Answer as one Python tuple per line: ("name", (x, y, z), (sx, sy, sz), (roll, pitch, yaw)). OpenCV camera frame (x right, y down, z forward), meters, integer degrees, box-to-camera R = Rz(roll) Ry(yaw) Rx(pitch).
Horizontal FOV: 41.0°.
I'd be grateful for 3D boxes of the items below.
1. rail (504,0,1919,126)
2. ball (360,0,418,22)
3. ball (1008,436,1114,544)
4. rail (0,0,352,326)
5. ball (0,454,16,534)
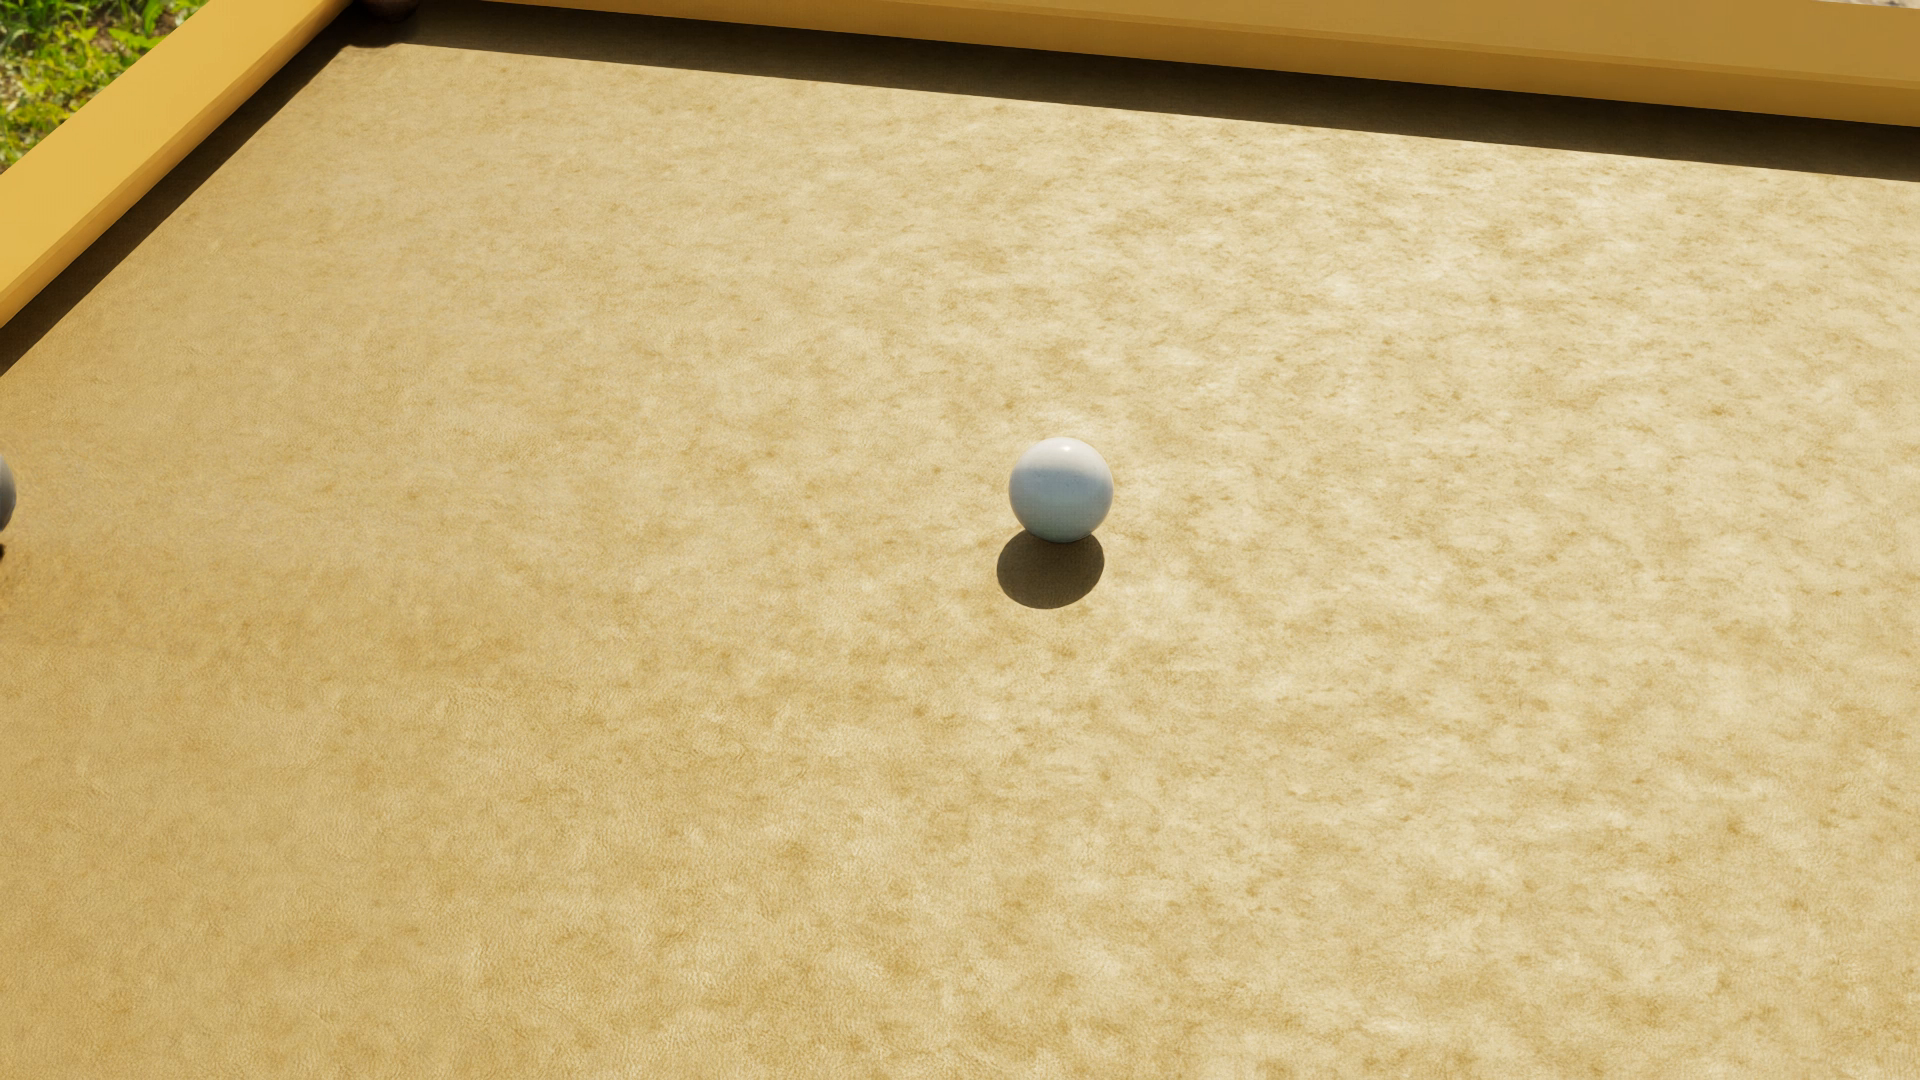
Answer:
("rail", (1.118, -0.450, 2.565), (3.704, 0.125, 0.045), (7, 35, 10))
("ball", (-0.635, -0.610, 2.857), (0.066, 0.066, 0.066), (0, 34, 0))
("ball", (0.079, -0.039, 1.997), (0.083, 0.083, 0.083), (0, 34, 0))
("rail", (-0.881, -0.127, 2.087), (0.045, 0.125, 2.035), (7, 35, 10))
("ball", (-0.779, -0.036, 1.981), (0.096, 0.096, 0.096), (0, 34, 0))
